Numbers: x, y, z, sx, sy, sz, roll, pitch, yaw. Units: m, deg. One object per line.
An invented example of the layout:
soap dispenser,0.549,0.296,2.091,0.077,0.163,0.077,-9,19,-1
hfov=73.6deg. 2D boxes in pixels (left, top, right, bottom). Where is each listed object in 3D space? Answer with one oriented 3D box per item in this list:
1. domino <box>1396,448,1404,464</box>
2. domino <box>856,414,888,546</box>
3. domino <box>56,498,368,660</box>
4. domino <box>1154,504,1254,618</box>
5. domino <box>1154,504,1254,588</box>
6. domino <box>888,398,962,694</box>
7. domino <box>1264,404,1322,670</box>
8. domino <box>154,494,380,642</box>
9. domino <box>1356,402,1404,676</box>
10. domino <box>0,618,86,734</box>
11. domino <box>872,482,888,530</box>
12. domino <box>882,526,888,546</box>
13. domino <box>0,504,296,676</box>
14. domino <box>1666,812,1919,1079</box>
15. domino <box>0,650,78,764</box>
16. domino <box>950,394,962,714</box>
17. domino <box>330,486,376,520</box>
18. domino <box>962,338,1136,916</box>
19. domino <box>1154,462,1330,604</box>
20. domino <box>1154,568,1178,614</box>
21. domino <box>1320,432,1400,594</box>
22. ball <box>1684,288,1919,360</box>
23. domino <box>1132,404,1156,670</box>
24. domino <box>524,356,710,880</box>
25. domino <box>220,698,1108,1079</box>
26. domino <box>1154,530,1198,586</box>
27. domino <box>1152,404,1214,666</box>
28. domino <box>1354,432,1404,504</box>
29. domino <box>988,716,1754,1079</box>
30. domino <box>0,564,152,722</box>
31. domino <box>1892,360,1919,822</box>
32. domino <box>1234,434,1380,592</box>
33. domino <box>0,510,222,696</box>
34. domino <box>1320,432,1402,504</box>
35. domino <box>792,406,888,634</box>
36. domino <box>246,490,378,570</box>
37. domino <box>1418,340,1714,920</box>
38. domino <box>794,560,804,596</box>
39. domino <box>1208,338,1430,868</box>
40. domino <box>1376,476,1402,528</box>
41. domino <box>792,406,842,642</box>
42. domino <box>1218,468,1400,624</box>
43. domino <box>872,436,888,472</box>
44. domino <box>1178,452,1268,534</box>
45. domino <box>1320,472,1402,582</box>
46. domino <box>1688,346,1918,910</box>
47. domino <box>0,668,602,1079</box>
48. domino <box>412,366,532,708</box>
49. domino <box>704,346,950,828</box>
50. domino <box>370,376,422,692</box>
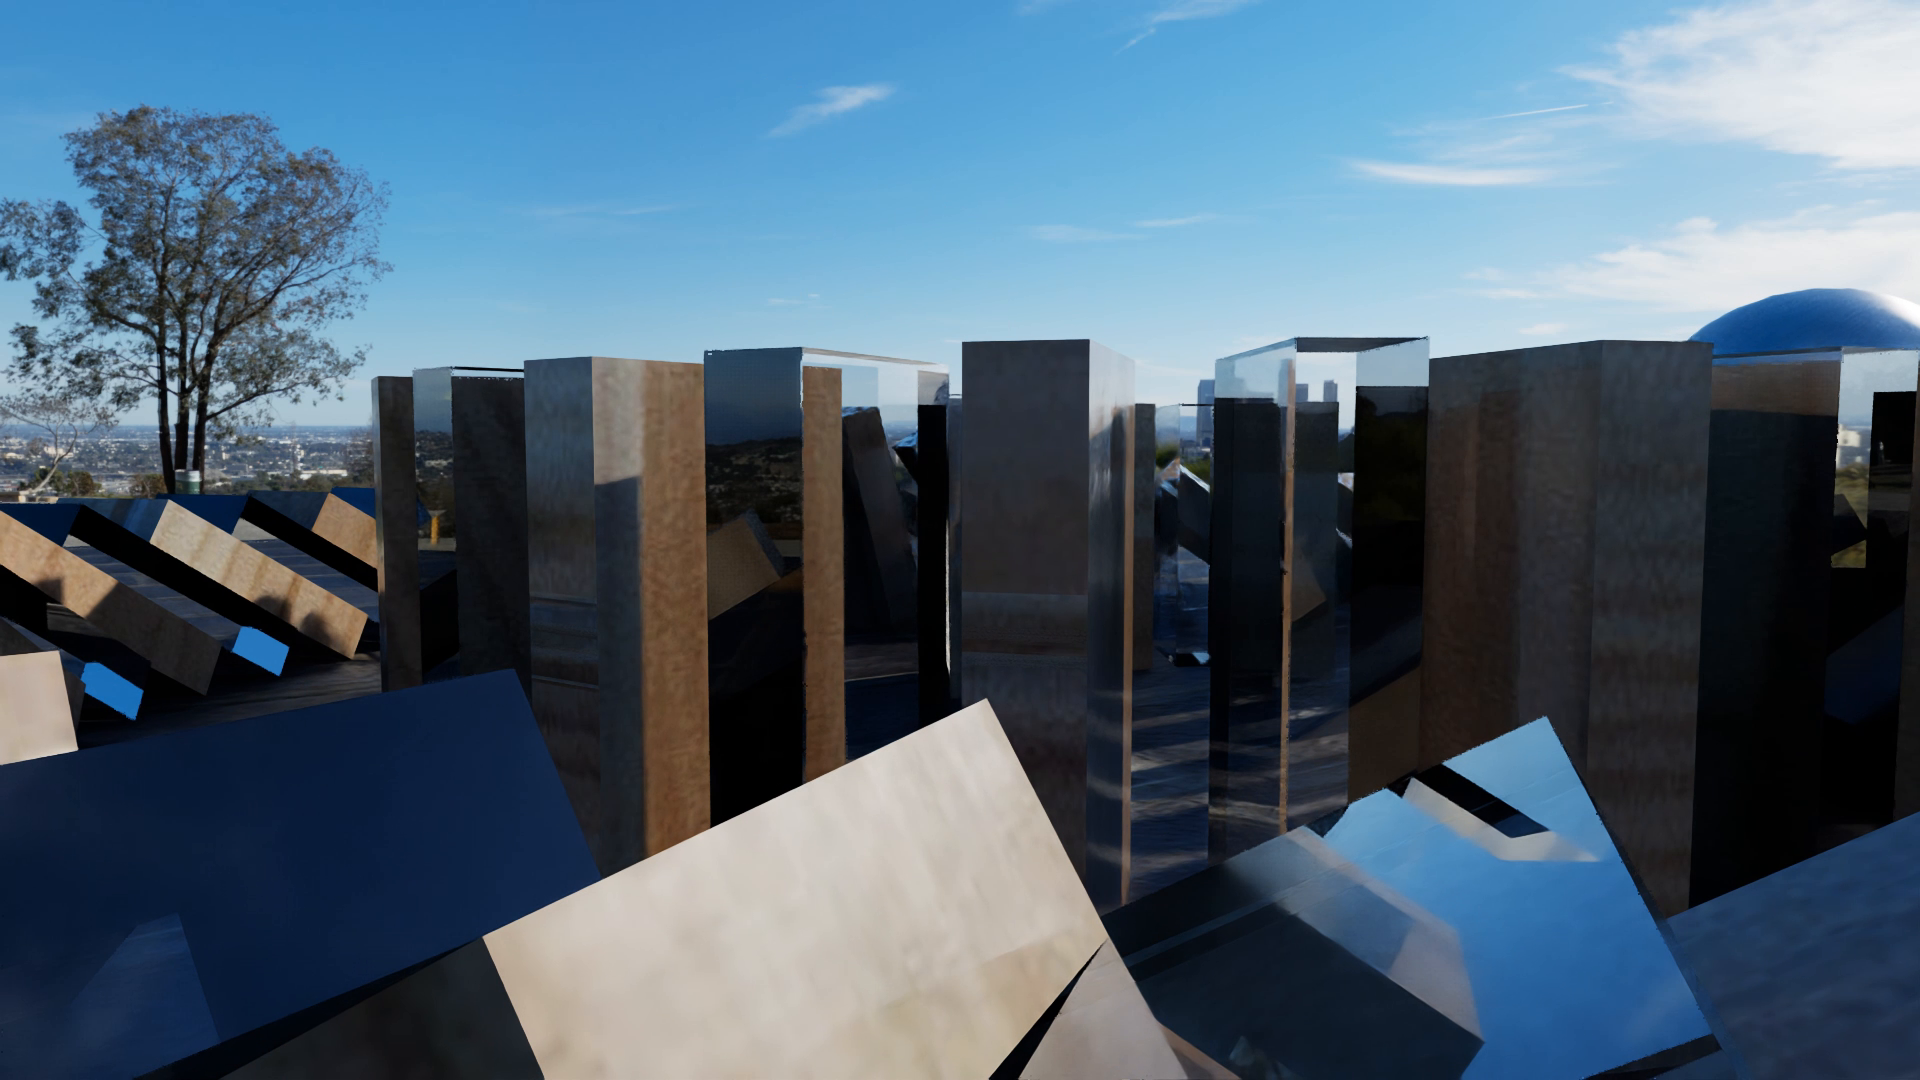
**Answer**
domino,0.143,-0.007,0.356,0.010,0.050,0.025,-41,-19,30
domino,-0.017,-0.005,0.306,0.009,0.050,0.025,-30,17,-23
domino,-0.138,0.008,0.237,0.025,0.009,0.050,1,-26,18
domino,0.051,-0.001,0.325,0.050,0.009,0.025,40,8,3
domino,0.071,-0.004,0.396,0.050,0.010,0.025,36,16,17
domino,0.001,0.001,0.221,0.025,0.050,0.009,1,4,9
domino,0.066,-0.001,0.254,0.010,0.050,0.025,1,4,14
domino,-0.133,0.007,0.257,0.025,0.010,0.050,2,-25,23
domino,0.085,-0.001,0.246,0.009,0.050,0.025,3,5,31
domino,-0.132,0.014,0.156,0.025,0.009,0.050,-1,-25,-12
domino,-0.011,-0.003,0.384,0.050,0.009,0.025,29,-2,-13
domino,-0.030,-0.002,0.376,0.050,0.010,0.025,30,-5,-17
domino,-0.141,0.010,0.217,0.025,0.009,0.050,1,-26,13
domino,0.018,0.023,0.036,0.050,0.009,0.025,-30,-2,14
domino,-0.061,0.021,0.060,0.025,0.009,0.050,-5,-24,-47
domino,0.000,0.002,0.201,0.025,0.050,0.010,0,4,0
domino,-0.118,0.004,0.295,0.025,0.010,0.050,3,-25,33
domino,0.008,0.010,0.107,0.010,0.050,0.025,1,4,15
domino,0.070,-0.001,0.324,0.050,0.010,0.025,38,11,8
domino,0.032,-0.002,0.324,0.050,0.010,0.025,44,3,-3
domino,0.115,-0.009,0.378,0.009,0.050,0.025,-41,-18,29
ball,0.208,-0.021,0.314,0.080,0.080,0.080,0,4,0
domino,0.026,-0.001,0.250,0.010,0.050,0.025,-2,5,-28
domino,-0.028,0.008,0.125,0.009,0.050,0.025,3,5,36
domino,-0.022,0.023,0.045,0.050,0.009,0.025,-31,-8,23
domino,0.050,-0.004,0.398,0.050,0.009,0.025,32,9,7
domino,0.046,-0.002,0.256,0.009,0.050,0.025,0,4,-2
domino,0.134,-0.007,0.363,0.010,0.050,0.025,-41,-19,30
domino,-0.002,0.023,0.039,0.050,0.010,0.025,-30,-6,19
domino,-0.139,0.012,0.177,0.025,0.009,0.050,0,-26,-1
domino,0.085,0.008,0.124,0.009,0.050,0.025,-3,5,-37
domino,0.104,-0.009,0.384,0.010,0.050,0.025,-41,-19,29
domino,-0.141,0.011,0.197,0.025,0.010,0.050,0,-26,6
domino,0.125,-0.008,0.372,0.010,0.050,0.025,-41,-19,30
domino,-0.029,-0.005,0.295,0.009,0.050,0.025,-23,18,-36
domino,-0.126,0.005,0.276,0.025,0.010,0.050,2,-25,27
domino,0.048,0.009,0.108,0.010,0.050,0.025,-1,4,-13
domino,-0.066,-0.001,0.357,0.050,0.010,0.025,31,-11,-26
domino,0.028,0.010,0.105,0.010,0.050,0.025,0,4,-2
domino,0.126,0.003,0.303,0.025,0.009,0.050,-4,38,-44
domino,-0.040,-0.004,0.284,0.025,0.050,0.010,4,11,44
domino,0.091,0.000,0.322,0.050,0.010,0.025,40,23,23
domino,-0.002,-0.005,0.315,0.010,0.050,0.025,-34,11,-9
domino,0.091,-0.007,0.394,0.050,0.010,0.025,47,26,26
domino,0.109,0.001,0.314,0.050,0.010,0.025,42,27,29
domino,0.067,0.009,0.114,0.010,0.050,0.025,-2,5,-23
domino,-0.041,0.022,0.052,0.050,0.009,0.025,-32,-12,28
domino,-0.044,0.007,0.138,0.025,0.050,0.010,-4,6,-44
domino,-0.011,0.009,0.114,0.009,0.050,0.025,2,5,27
domino,-0.056,0.006,0.154,0.025,0.050,0.010,-2,5,-29
